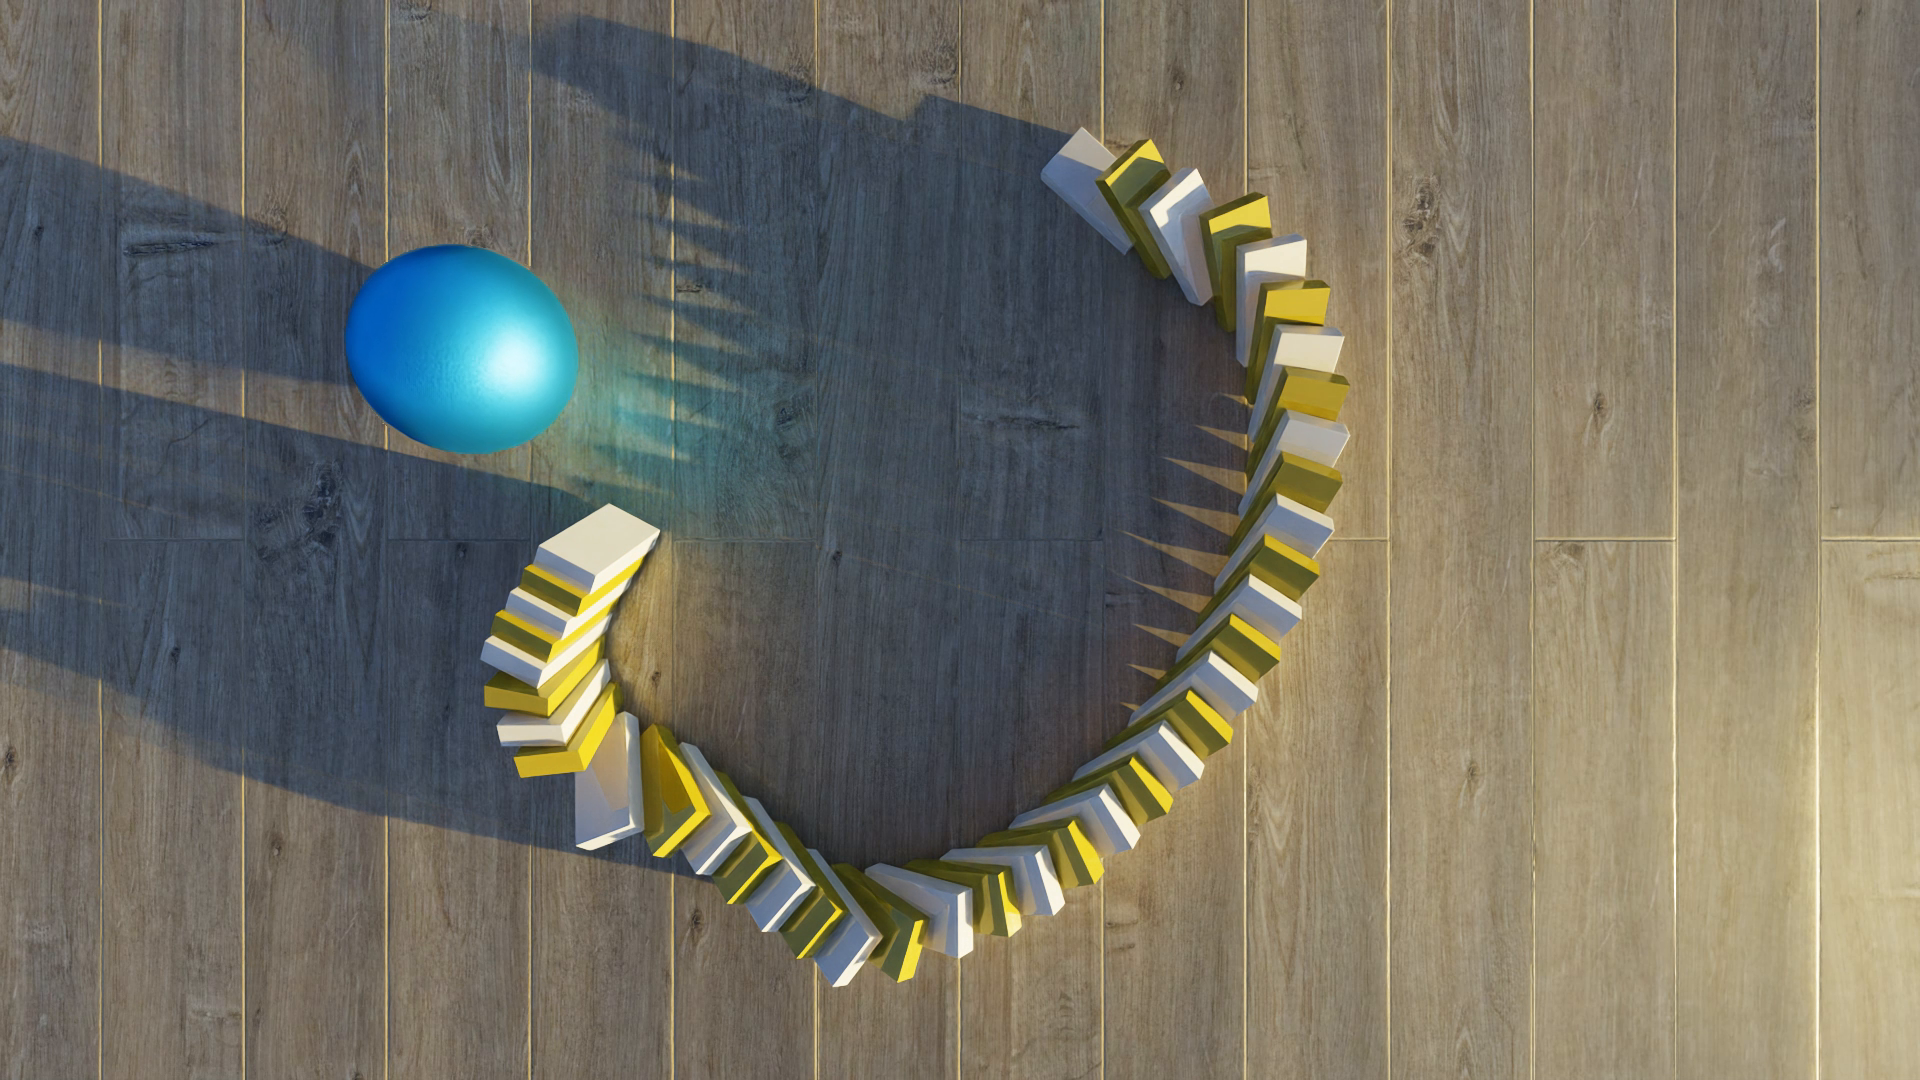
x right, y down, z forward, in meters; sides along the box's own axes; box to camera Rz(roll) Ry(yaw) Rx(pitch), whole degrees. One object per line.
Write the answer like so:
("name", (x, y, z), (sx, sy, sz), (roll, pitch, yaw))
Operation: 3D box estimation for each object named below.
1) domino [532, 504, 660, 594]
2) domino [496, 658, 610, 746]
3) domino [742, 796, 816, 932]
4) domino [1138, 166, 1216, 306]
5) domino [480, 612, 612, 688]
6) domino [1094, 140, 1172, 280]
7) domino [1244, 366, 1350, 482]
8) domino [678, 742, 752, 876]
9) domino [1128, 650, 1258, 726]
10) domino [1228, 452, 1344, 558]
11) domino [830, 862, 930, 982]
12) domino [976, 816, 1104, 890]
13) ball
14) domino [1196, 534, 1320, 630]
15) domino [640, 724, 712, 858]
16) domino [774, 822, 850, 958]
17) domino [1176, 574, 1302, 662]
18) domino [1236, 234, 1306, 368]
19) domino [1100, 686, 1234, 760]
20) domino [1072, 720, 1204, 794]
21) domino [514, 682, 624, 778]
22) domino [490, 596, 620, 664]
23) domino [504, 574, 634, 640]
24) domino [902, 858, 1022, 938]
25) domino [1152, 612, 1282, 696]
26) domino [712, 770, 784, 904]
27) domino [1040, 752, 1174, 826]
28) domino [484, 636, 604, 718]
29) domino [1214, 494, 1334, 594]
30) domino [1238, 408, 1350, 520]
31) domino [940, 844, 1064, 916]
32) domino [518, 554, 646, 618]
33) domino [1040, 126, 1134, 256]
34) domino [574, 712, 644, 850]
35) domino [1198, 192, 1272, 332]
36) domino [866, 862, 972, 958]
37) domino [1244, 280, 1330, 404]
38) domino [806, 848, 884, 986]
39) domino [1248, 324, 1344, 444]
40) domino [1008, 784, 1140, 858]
("domino", (-0.147, 0.003, 0.375), (0.025, 0.050, 0.010), (28, 114, 0))
("domino", (-0.165, 0.066, 0.375), (0.025, 0.050, 0.010), (0, 113, 0))
("domino", (-0.084, 0.134, 0.381), (0.025, 0.010, 0.050), (-49, 54, 1))
("domino", (0.097, -0.126, 0.382), (0.025, 0.009, 0.050), (-42, 123, 0))
("domino", (-0.168, 0.039, 0.375), (0.025, 0.050, 0.010), (27, 114, 0))
("domino", (0.080, -0.138, 0.383), (0.025, 0.009, 0.050), (-43, 119, -2))
("domino", (0.140, -0.046, 0.382), (0.025, 0.009, 0.050), (10, 125, 0))
("domino", (-0.110, 0.111, 0.382), (0.025, 0.010, 0.050), (-48, 55, 0))
("domino", (0.096, 0.070, 0.382), (0.025, 0.010, 0.050), (41, 124, 0))
("domino", (0.134, -0.010, 0.382), (0.025, 0.010, 0.050), (20, 124, 0))
("domino", (-0.037, 0.158, 0.381), (0.050, 0.009, 0.025), (17, 91, 38))
("domino", (0.032, 0.132, 0.381), (0.050, 0.010, 0.025), (-25, 90, 36))
("ball", (-0.193, -0.074, 0.360), (0.080, 0.080, 0.080), (0, 90, 0))
("domino", (0.123, 0.024, 0.382), (0.025, 0.010, 0.050), (29, 124, 0))
("domino", (-0.124, 0.103, 0.380), (0.025, 0.010, 0.050), (-45, 52, 2))
("domino", (-0.070, 0.145, 0.381), (0.025, 0.010, 0.050), (-51, 54, 2))
("domino", (0.115, 0.040, 0.382), (0.025, 0.010, 0.050), (33, 124, 0))
("domino", (0.129, -0.099, 0.382), (0.025, 0.009, 0.050), (-12, 125, 0))
("domino", (0.086, 0.085, 0.382), (0.025, 0.009, 0.050), (46, 124, 0))
("domino", (0.073, 0.097, 0.382), (0.025, 0.010, 0.050), (49, 124, 0))
("domino", (-0.159, 0.077, 0.375), (0.025, 0.050, 0.010), (-6, 113, 0))
("domino", (-0.164, 0.029, 0.375), (0.025, 0.050, 0.010), (28, 114, 0))
("domino", (-0.158, 0.020, 0.375), (0.025, 0.050, 0.009), (28, 114, 0))
("domino", (0.000, 0.148, 0.382), (0.050, 0.009, 0.025), (-10, 90, 36))
("domino", (0.106, 0.055, 0.382), (0.025, 0.010, 0.050), (37, 124, 0))
("domino", (-0.097, 0.123, 0.382), (0.025, 0.009, 0.050), (-48, 55, 0))
("domino", (0.061, 0.110, 0.382), (0.050, 0.009, 0.025), (-37, 90, 34))
("domino", (-0.169, 0.053, 0.375), (0.025, 0.050, 0.009), (11, 113, 0))
("domino", (0.130, 0.007, 0.382), (0.025, 0.010, 0.050), (25, 124, 0))
("domino", (0.138, -0.028, 0.382), (0.025, 0.010, 0.050), (15, 124, 0))
("domino", (0.017, 0.142, 0.382), (0.050, 0.010, 0.025), (-17, 90, 36))
("domino", (-0.153, 0.012, 0.375), (0.025, 0.050, 0.009), (28, 114, 0))
("domino", (0.062, -0.150, 0.395), (0.050, 0.010, 0.025), (42, 90, 0))
("domino", (-0.146, 0.099, 0.381), (0.025, 0.010, 0.050), (-22, 56, 8))
("domino", (0.117, -0.115, 0.382), (0.025, 0.010, 0.050), (-23, 124, 0))
("domino", (-0.018, 0.153, 0.381), (0.050, 0.009, 0.025), (0, 90, 37))
("domino", (0.135, -0.082, 0.382), (0.025, 0.009, 0.050), (-3, 125, 0))
("domino", (-0.057, 0.156, 0.381), (0.050, 0.010, 0.025), (39, 94, 36))
("domino", (0.139, -0.064, 0.382), (0.025, 0.010, 0.050), (4, 125, 0))
("domino", (0.047, 0.121, 0.382), (0.050, 0.009, 0.025), (-32, 90, 35))
